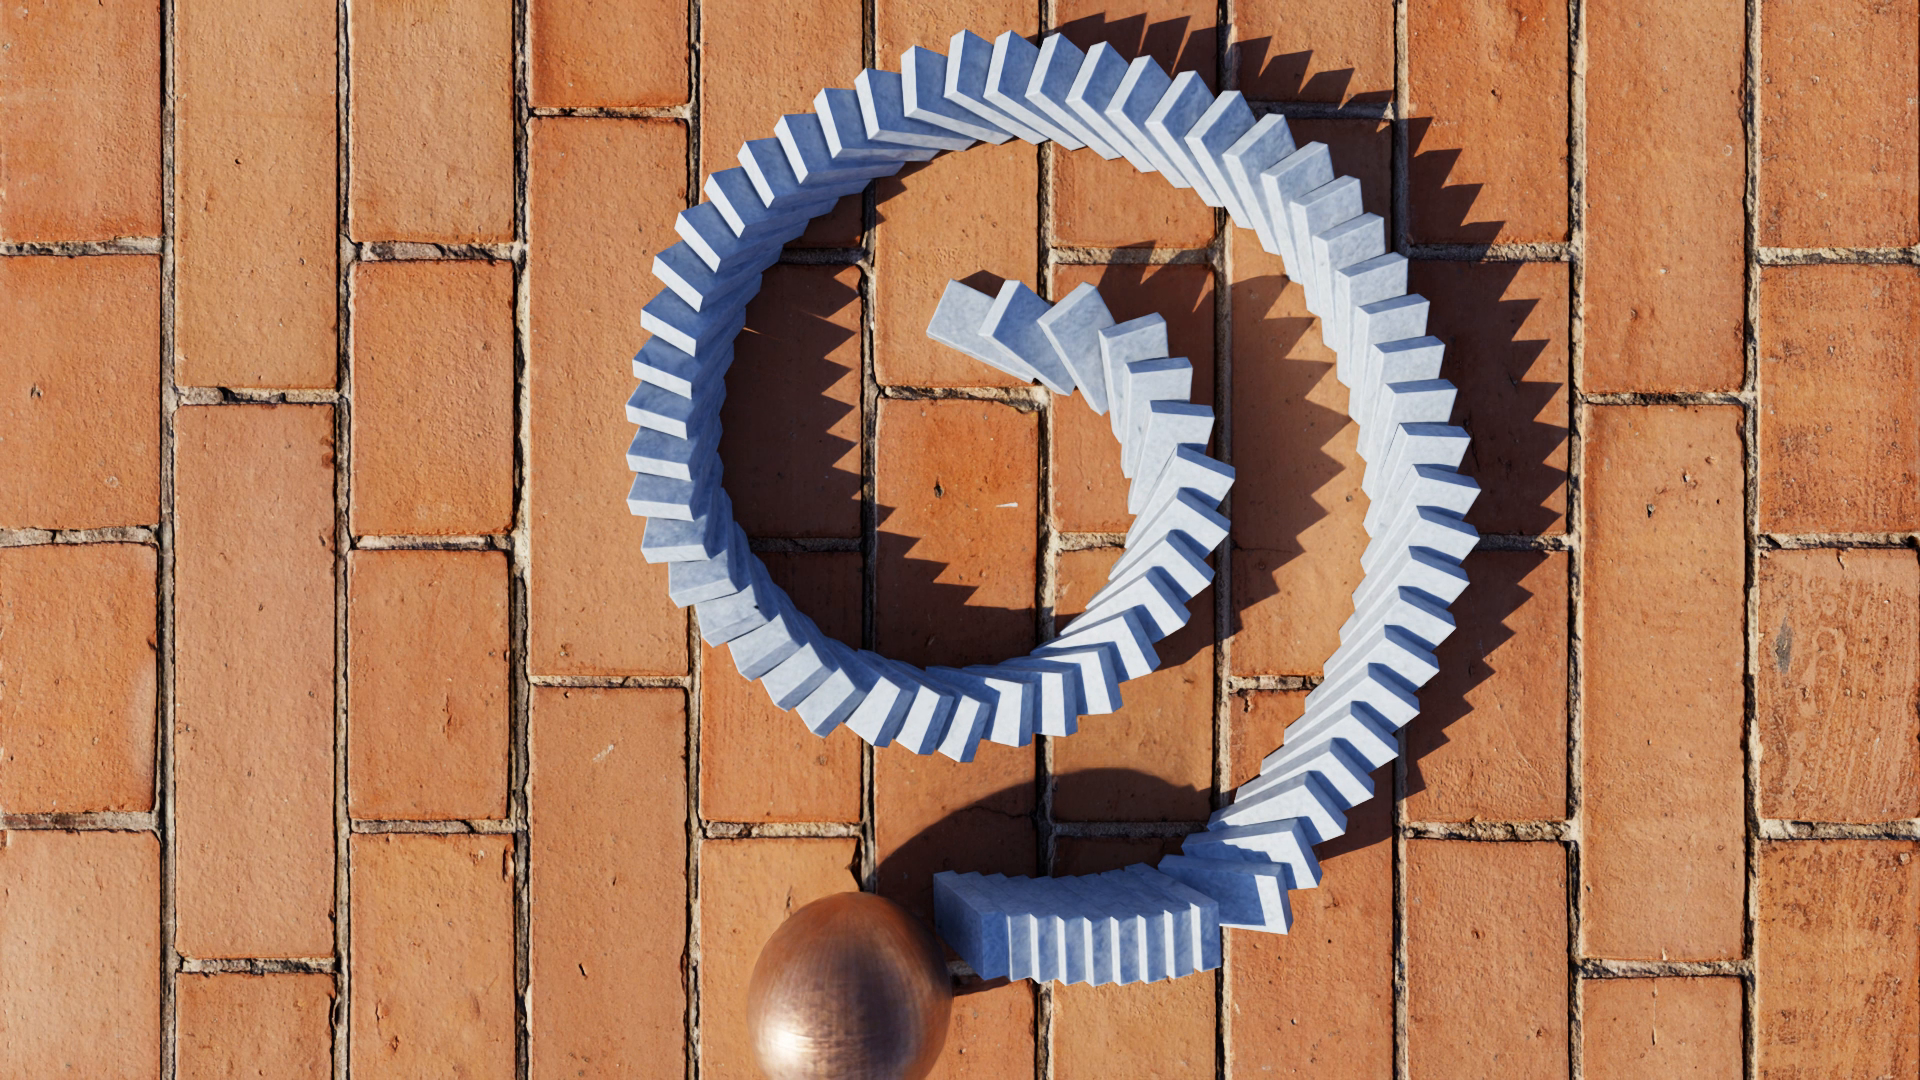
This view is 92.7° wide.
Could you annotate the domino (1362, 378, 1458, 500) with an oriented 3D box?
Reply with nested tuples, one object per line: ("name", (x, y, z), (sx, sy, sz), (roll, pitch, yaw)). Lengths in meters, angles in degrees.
("domino", (0.186, -0.041, 0.382), (0.025, 0.009, 0.050), (-4, 126, 0))

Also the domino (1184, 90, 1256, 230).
("domino", (0.116, -0.157, 0.381), (0.025, 0.010, 0.050), (-50, 127, 0))

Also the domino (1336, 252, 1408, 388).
("domino", (0.171, -0.091, 0.382), (0.025, 0.010, 0.050), (-18, 126, 0))

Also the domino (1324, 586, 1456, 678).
("domino", (0.178, 0.045, 0.382), (0.025, 0.009, 0.050), (27, 126, 0))

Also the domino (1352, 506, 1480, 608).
("domino", (0.188, 0.012, 0.381), (0.025, 0.009, 0.050), (19, 126, -1))

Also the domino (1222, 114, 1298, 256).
("domino", (0.131, -0.147, 0.381), (0.025, 0.010, 0.050), (-42, 126, 0))

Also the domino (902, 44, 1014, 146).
("domino", (-0.001, -0.184, 0.381), (0.050, 0.009, 0.025), (-2, 90, -37))

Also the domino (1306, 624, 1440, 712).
("domino", (0.170, 0.060, 0.382), (0.025, 0.010, 0.050), (31, 126, 0))

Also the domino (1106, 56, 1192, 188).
("domino", (0.085, -0.173, 0.382), (0.050, 0.010, 0.025), (29, 90, -36))

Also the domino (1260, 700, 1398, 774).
("domino", (0.153, 0.091, 0.382), (0.025, 0.009, 0.050), (41, 125, 0))

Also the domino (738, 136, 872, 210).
("domino", (-0.064, -0.155, 0.381), (0.050, 0.010, 0.025), (-28, 90, -37))

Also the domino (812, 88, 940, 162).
("domino", (-0.034, -0.172, 0.381), (0.050, 0.010, 0.025), (-17, 90, -36))

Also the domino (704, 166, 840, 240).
("domino", (-0.078, -0.144, 0.381), (0.050, 0.010, 0.025), (-33, 89, -37))

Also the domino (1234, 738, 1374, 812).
("domino", (0.143, 0.105, 0.382), (0.025, 0.009, 0.050), (46, 126, 0))

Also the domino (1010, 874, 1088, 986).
("domino", (0.034, 0.158, 0.375), (0.009, 0.050, 0.025), (-2, 90, -24))

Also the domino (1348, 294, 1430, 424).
("domino", (0.178, -0.075, 0.382), (0.025, 0.009, 0.050), (-12, 126, 0))

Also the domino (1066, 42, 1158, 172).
("domino", (0.069, -0.179, 0.381), (0.050, 0.009, 0.025), (25, 90, -36))

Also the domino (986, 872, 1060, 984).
("domino", (0.024, 0.157, 0.375), (0.010, 0.050, 0.025), (-2, 90, -24))

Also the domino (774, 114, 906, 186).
("domino", (-0.049, -0.164, 0.381), (0.050, 0.009, 0.025), (-23, 90, -36))

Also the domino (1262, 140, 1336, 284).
("domino", (0.144, -0.135, 0.381), (0.025, 0.009, 0.050), (-32, 126, 0))

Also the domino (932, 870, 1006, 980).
("domino", (0.003, 0.156, 0.375), (0.010, 0.050, 0.025), (-2, 90, -24))

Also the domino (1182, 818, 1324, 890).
("domino", (0.120, 0.133, 0.381), (0.050, 0.009, 0.025), (-24, 93, 37))

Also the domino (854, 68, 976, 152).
("domino", (-0.018, -0.178, 0.381), (0.050, 0.010, 0.025), (-12, 90, -37))

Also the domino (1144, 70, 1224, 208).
("domino", (0.101, -0.166, 0.382), (0.050, 0.010, 0.025), (34, 90, -36))

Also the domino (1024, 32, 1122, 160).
("domino", (0.052, -0.183, 0.381), (0.050, 0.010, 0.025), (20, 90, -36))

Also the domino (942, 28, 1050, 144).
("domino", (0.017, -0.187, 0.381), (0.050, 0.009, 0.025), (9, 89, -36))

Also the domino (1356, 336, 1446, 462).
("domino", (0.183, -0.058, 0.382), (0.025, 0.010, 0.050), (-8, 126, 0))

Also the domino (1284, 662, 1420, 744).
("domino", (0.162, 0.076, 0.382), (0.025, 0.010, 0.050), (35, 125, 0))

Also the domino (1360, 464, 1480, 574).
("domino", (0.190, -0.006, 0.381), (0.025, 0.010, 0.050), (12, 126, 0))

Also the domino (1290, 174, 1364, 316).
("domino", (0.155, -0.122, 0.381), (0.025, 0.010, 0.050), (-27, 126, -1))

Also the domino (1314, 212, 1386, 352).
("domino", (0.163, -0.107, 0.381), (0.025, 0.010, 0.050), (-23, 126, 0))

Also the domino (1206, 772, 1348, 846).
("domino", (0.131, 0.118, 0.381), (0.025, 0.010, 0.050), (50, 127, 0))

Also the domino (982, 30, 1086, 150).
("domino", (0.034, -0.186, 0.381), (0.050, 0.009, 0.025), (13, 89, -36))

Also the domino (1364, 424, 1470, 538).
("domino", (0.189, -0.024, 0.381), (0.025, 0.009, 0.050), (3, 126, 0))

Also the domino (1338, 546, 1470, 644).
("domino", (0.184, 0.028, 0.381), (0.025, 0.010, 0.050), (23, 126, 0))

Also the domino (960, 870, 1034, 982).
("domino", (0.013, 0.157, 0.375), (0.009, 0.050, 0.025), (-2, 90, -24))
